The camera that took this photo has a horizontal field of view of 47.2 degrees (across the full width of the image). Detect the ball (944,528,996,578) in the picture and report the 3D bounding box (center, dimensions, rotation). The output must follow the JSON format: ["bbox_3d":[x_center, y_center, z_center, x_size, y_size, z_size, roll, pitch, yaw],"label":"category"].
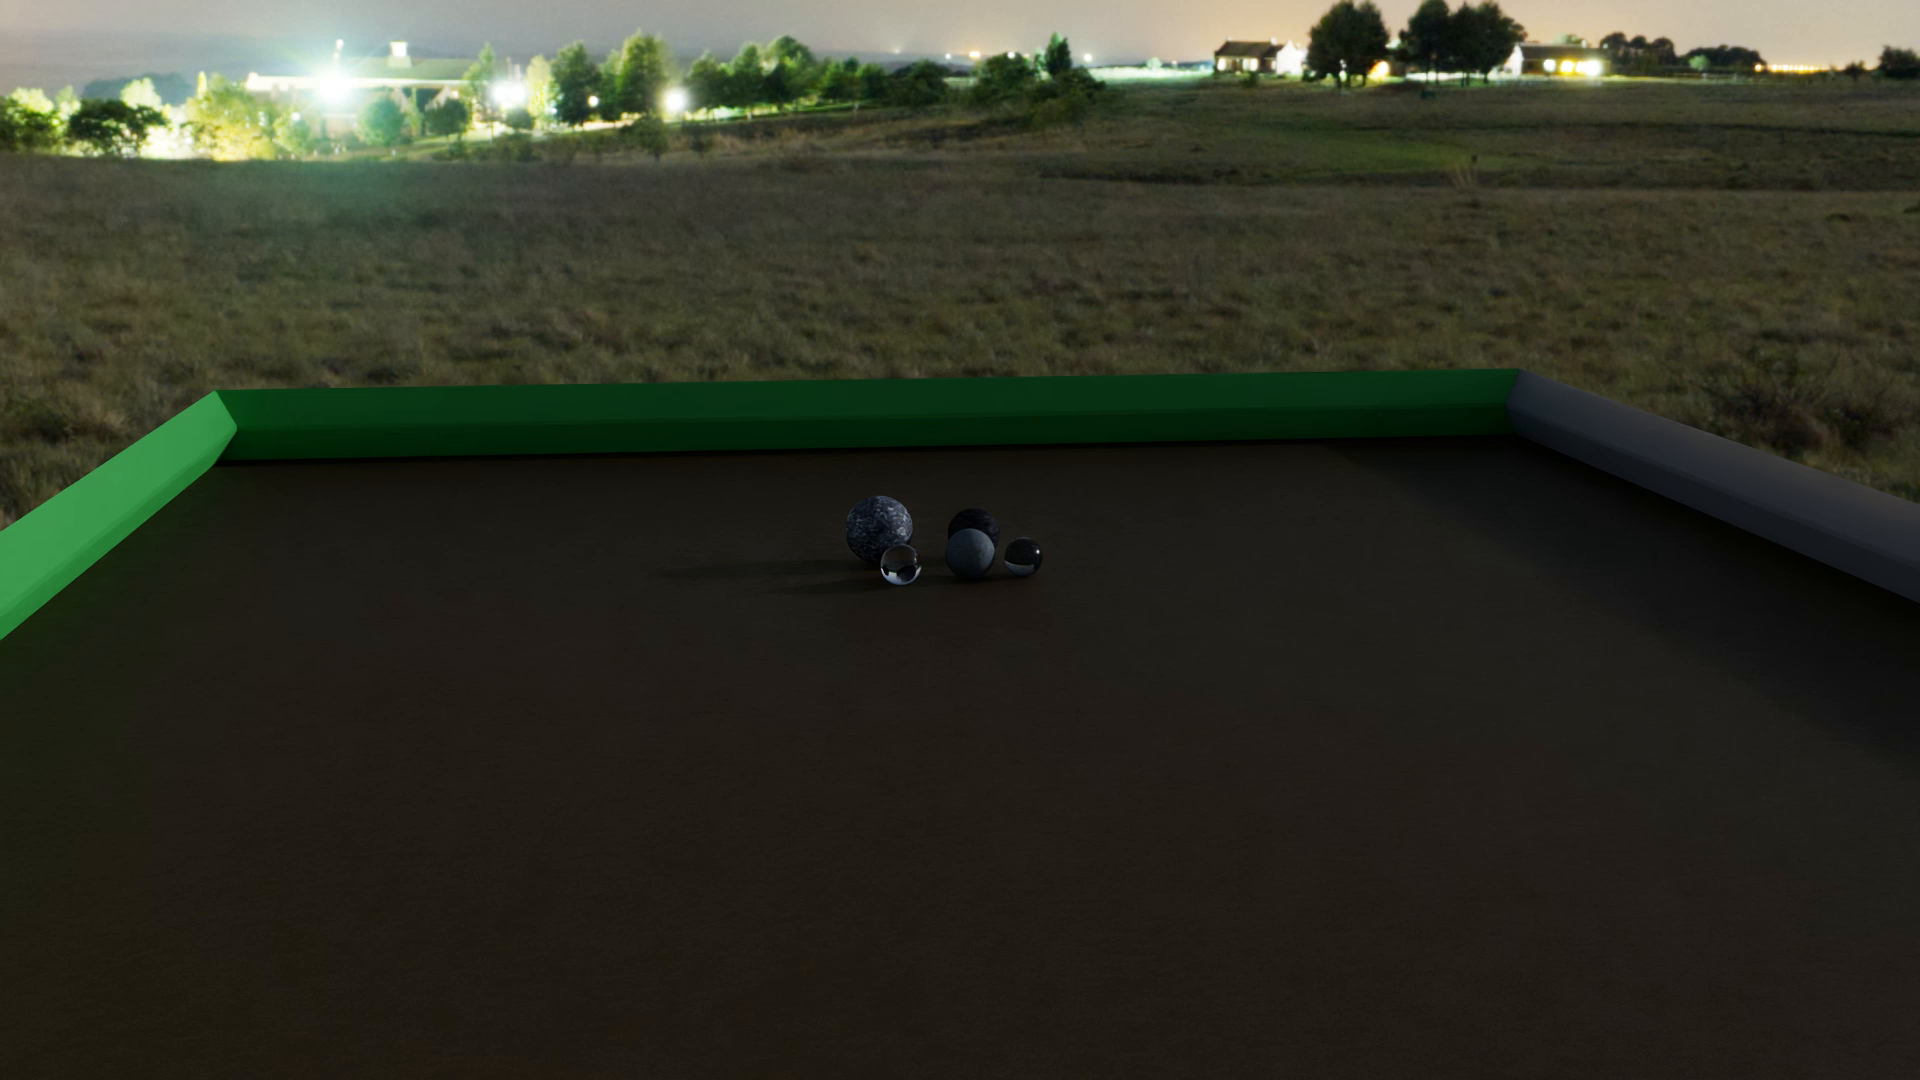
[{"bbox_3d":[0.014,0.019,3.096,0.071,0.071,0.071,0,12,0],"label":"ball"}]

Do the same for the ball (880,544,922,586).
[{"bbox_3d":[-0.082,0.034,3.056,0.058,0.058,0.058,0,12,0],"label":"ball"}]

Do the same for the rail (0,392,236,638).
[{"bbox_3d":[-1.086,0.217,1.997,0.045,0.129,4.256,-1,12,-7],"label":"rail"}]

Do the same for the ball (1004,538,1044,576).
[{"bbox_3d":[0.090,0.024,3.112,0.056,0.056,0.056,0,12,0],"label":"ball"}]

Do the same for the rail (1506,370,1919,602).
[{"bbox_3d":[1.350,0.155,2.295,0.045,0.129,4.256,-1,12,-7],"label":"rail"}]

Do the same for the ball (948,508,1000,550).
[{"bbox_3d":[0.020,-0.009,3.215,0.077,0.077,0.077,0,12,0],"label":"ball"}]

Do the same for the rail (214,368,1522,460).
[{"bbox_3d":[-0.129,-0.239,4.190,2.503,0.129,0.045,-1,12,-7],"label":"rail"}]

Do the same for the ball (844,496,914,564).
[{"bbox_3d":[-0.118,-0.015,3.190,0.099,0.099,0.099,0,12,0],"label":"ball"}]
